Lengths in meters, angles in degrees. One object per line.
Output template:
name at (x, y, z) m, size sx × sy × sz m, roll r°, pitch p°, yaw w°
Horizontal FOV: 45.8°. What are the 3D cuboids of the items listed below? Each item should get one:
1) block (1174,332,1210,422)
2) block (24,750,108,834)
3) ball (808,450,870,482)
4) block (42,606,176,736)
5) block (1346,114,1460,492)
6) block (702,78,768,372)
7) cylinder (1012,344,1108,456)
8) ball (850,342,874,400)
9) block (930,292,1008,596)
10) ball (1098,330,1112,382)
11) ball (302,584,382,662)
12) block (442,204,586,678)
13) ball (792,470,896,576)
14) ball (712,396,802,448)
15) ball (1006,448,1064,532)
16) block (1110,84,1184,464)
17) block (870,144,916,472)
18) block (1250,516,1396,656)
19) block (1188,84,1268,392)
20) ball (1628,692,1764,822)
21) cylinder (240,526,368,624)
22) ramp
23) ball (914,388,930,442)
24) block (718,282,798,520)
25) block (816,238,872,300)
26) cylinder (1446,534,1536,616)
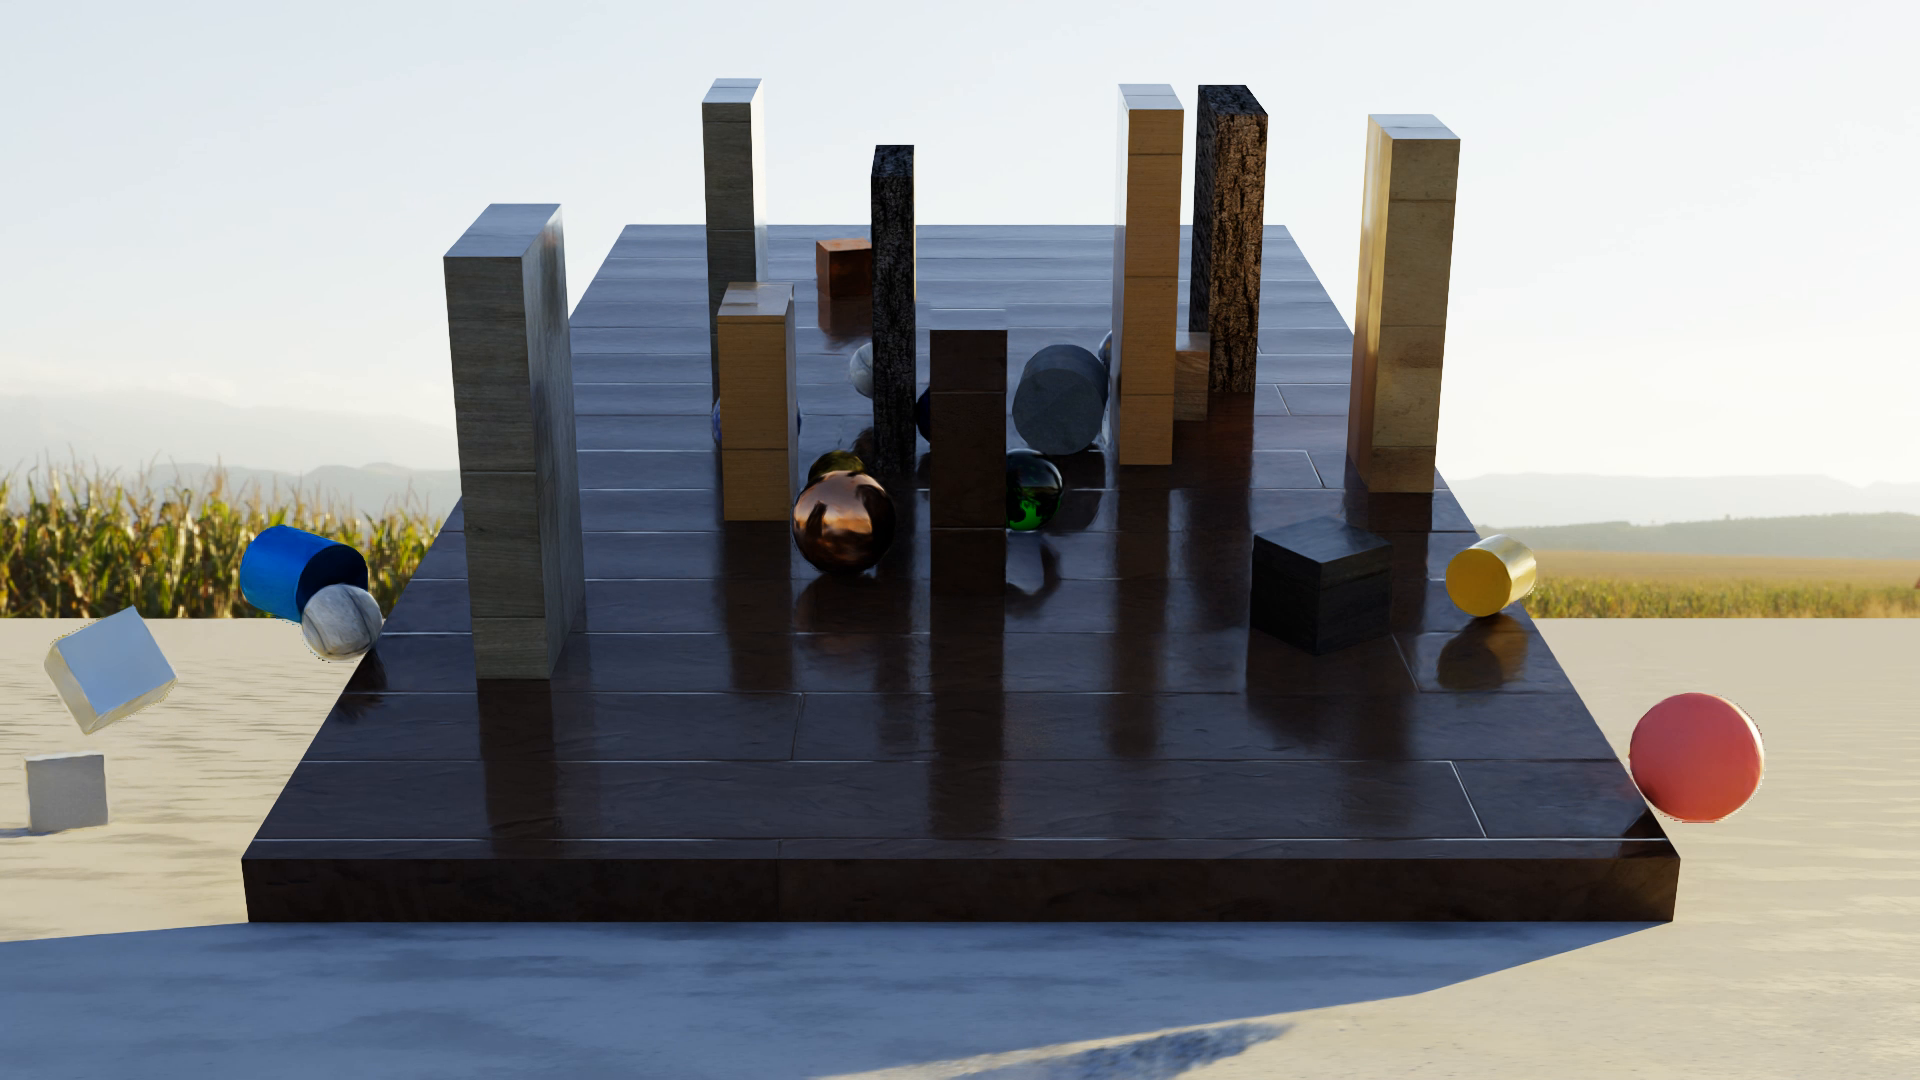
block at (0.477, -0.370, 5.105) m, size 0.160 × 0.160 × 0.160 m, roll 2°, pitch 21°, yaw 6°
block at (-1.793, 0.503, 4.561) m, size 0.142 × 0.142 × 0.142 m, roll -4°, pitch 0°, yaw -24°
ball at (-0.239, -0.115, 4.472) m, size 0.123 × 0.123 × 0.123 m, roll 0°, pitch -2°, yaw 0°
block at (-1.523, 0.235, 4.072) m, size 0.151 × 0.151 × 0.151 m, roll -31°, pitch -2°, yaw -34°
block at (0.892, -0.480, 4.606) m, size 0.131 × 0.717 × 0.274 m, roll 0°, pitch 21°, yaw 0°
block at (-0.535, -0.760, 5.463) m, size 0.113 × 0.638 × 0.345 m, roll 0°, pitch 21°, yaw 0°
cylinder at (0.217, -0.303, 4.878) m, size 0.192 × 0.192 × 0.192 m, roll 0°, pitch 20°, yaw 7°
ball at (-0.180, -0.377, 5.065) m, size 0.132 × 0.132 × 0.132 m, roll 0°, pitch -2°, yaw 0°
block at (0.014, -0.177, 4.113) m, size 0.133 × 0.492 × 0.263 m, roll 0°, pitch 21°, yaw 0°
ball at (0.394, -0.423, 5.259) m, size 0.151 × 0.151 × 0.151 m, roll 0°, pitch -2°, yaw 0°
ball at (-1.035, 0.138, 3.809) m, size 0.130 × 0.130 × 0.130 m, roll 0°, pitch -2°, yaw 0°
block at (-0.733, -0.171, 3.788) m, size 0.120 × 0.706 × 0.387 m, roll 0°, pitch 21°, yaw 0°
ball at (-0.212, -0.032, 4.152) m, size 0.192 × 0.192 × 0.192 m, roll 0°, pitch -2°, yaw 0°
ball at (-0.424, -0.248, 4.738) m, size 0.185 × 0.185 × 0.185 m, roll 0°, pitch -2°, yaw 0°
ball at (0.121, -0.097, 4.356) m, size 0.159 × 0.159 × 0.159 m, roll 0°, pitch -2°, yaw 0°
block at (0.389, -0.561, 4.784) m, size 0.110 × 0.742 × 0.313 m, roll 0°, pitch 21°, yaw 0°
block at (-0.137, -0.490, 4.771) m, size 0.083 × 0.617 × 0.340 m, roll 0°, pitch 21°, yaw 0°
block at (0.620, 0.077, 3.898) m, size 0.169 × 0.169 × 0.169 m, roll -13°, pitch 24°, yaw -32°
block at (0.625, -0.715, 5.345) m, size 0.114 × 0.639 × 0.420 m, roll 0°, pitch 21°, yaw 0°
ball at (1.057, 0.312, 3.268) m, size 0.185 × 0.185 × 0.185 m, roll 0°, pitch -2°, yaw 0°
cylinder at (-1.143, 0.066, 3.966) m, size 0.155 × 0.155 × 0.155 m, roll 15°, pitch 7°, yaw 34°
ramp at (-0.005, -0.211, 5.049) m, size 2.000 × 0.100 × 4.000 m, roll 0°, pitch 21°, yaw 0°
ball at (-0.024, -0.267, 4.850) m, size 0.144 × 0.144 × 0.144 m, roll 0°, pitch -2°, yaw 0°
block at (-0.396, -0.277, 4.491) m, size 0.129 × 0.413 × 0.257 m, roll 0°, pitch 21°, yaw 0°
block at (-0.305, -0.730, 6.107) m, size 0.130 × 0.130 × 0.130 m, roll -7°, pitch 22°, yaw -17°
cylinder at (0.926, 0.061, 3.963) m, size 0.120 × 0.120 × 0.120 m, roll -1°, pitch 11°, yaw 35°
